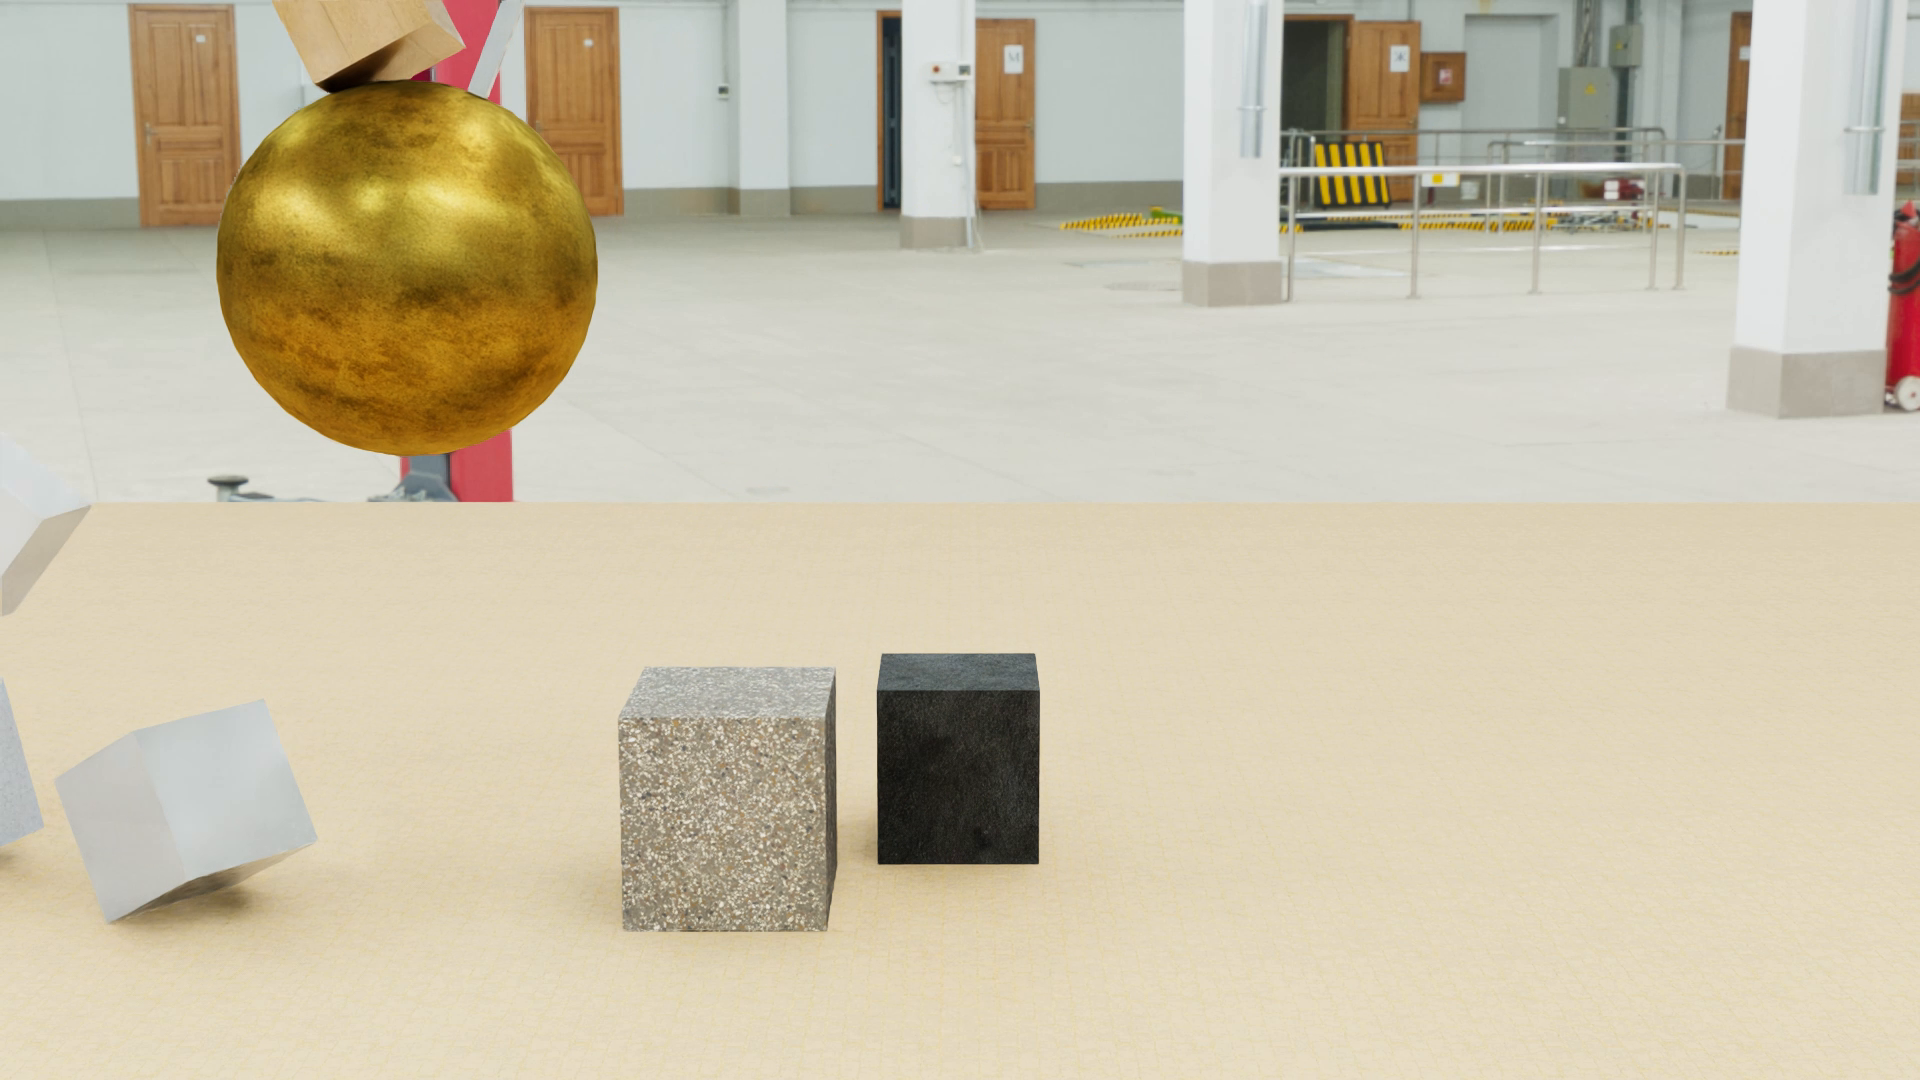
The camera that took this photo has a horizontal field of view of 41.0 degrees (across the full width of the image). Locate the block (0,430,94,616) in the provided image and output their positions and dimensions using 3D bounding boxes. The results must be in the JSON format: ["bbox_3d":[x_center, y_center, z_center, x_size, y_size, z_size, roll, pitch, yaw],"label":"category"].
[{"bbox_3d":[-4.285,-0.073,11.131,0.608,0.626,0.538,39,8,-2],"label":"block"}]

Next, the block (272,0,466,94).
[{"bbox_3d":[-2.543,-2.255,10.953,0.564,0.523,0.555,-28,-2,3],"label":"block"}]

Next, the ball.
[{"bbox_3d":[-2.352,-1.158,10.970,1.600,1.600,1.600,0,10,0],"label":"ball"}]

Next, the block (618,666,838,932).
[{"bbox_3d":[-0.974,1.093,11.000,0.844,0.915,0.915,0,10,0],"label":"block"}]

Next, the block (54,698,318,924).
[{"bbox_3d":[-3.268,1.142,10.844,0.612,0.654,0.682,-27,-8,35],"label":"block"}]

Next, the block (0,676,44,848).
[{"bbox_3d":[-4.597,1.073,11.358,0.568,0.711,0.707,-11,7,18],"label":"block"}]

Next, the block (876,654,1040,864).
[{"bbox_3d":[-0.007,0.997,11.832,0.726,0.805,0.742,0,10,0],"label":"block"}]

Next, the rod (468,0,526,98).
[{"bbox_3d":[-1.019,-4.235,10.410,0.080,5.200,0.080,23,9,-4],"label":"rod"}]
